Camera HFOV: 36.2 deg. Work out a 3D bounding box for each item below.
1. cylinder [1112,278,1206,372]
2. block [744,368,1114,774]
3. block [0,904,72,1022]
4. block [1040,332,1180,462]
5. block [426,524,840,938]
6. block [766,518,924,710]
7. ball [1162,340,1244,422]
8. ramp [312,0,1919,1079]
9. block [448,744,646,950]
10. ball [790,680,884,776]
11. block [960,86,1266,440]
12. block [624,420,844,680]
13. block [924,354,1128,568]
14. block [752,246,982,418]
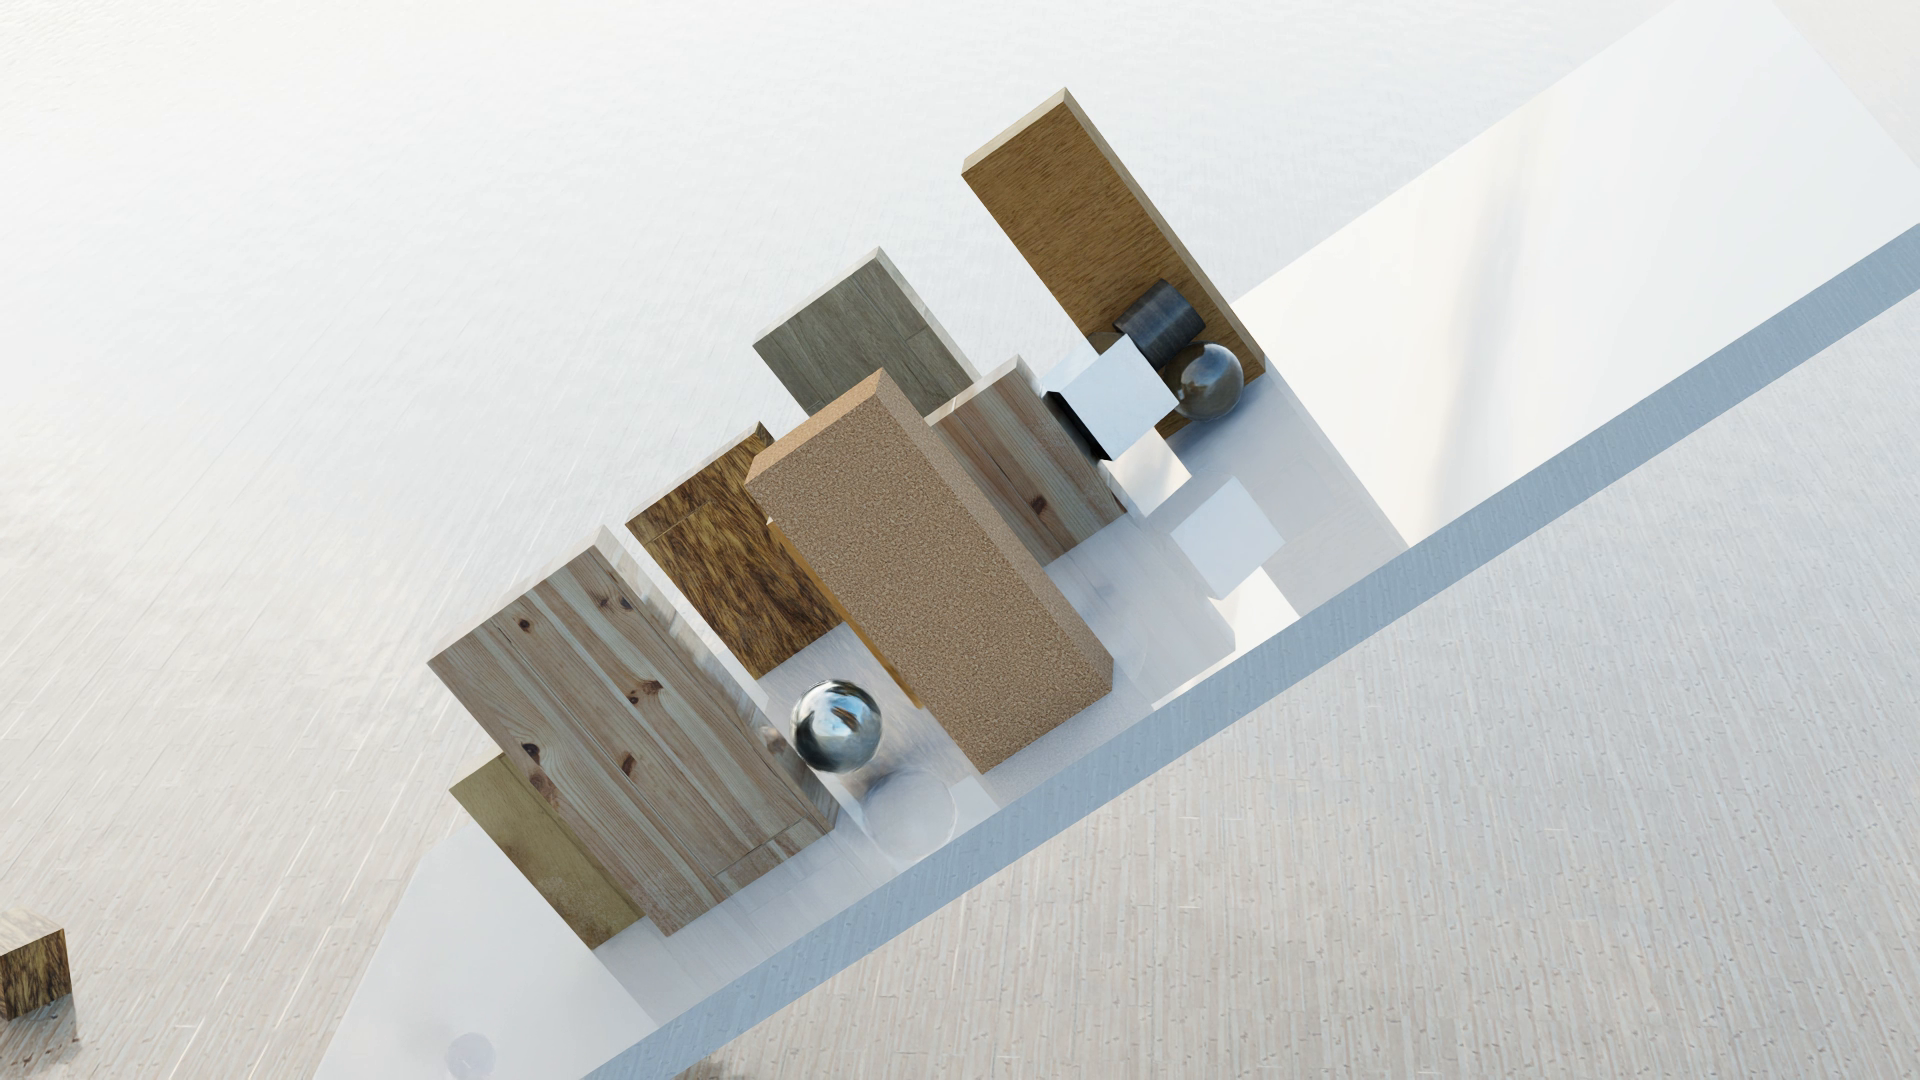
[{"bbox_3d":[0.428,-0.462,6.335,0.144,0.144,0.144,-43,30,0],"label":"cylinder"},{"bbox_3d":[-0.051,0.063,5.505,0.305,0.726,0.147,-34,16,16],"label":"block"},{"bbox_3d":[-2.332,1.041,7.259,0.182,0.182,0.182,18,29,37],"label":"block"},{"bbox_3d":[0.311,-0.312,6.360,0.194,0.194,0.194,-42,15,-10],"label":"block"},{"bbox_3d":[-0.648,0.389,5.878,0.436,0.755,0.106,-34,16,16],"label":"block"},{"bbox_3d":[-0.114,0.056,6.070,0.306,0.511,0.124,-34,16,16],"label":"block"},{"bbox_3d":[0.528,-0.345,6.379,0.177,0.177,0.177,0,22,0],"label":"ball"},{"bbox_3d":[0.130,0.178,6.320,4.000,0.100,2.000,-34,16,16],"label":"ramp"},{"bbox_3d":[-0.789,0.589,6.170,0.331,0.468,0.091,-34,16,16],"label":"block"},{"bbox_3d":[-0.249,0.381,5.959,0.191,0.191,0.191,0,22,0],"label":"ball"},{"bbox_3d":[0.341,-0.603,6.454,0.275,0.750,0.133,-34,16,16],"label":"block"},{"bbox_3d":[-0.482,0.029,7.000,0.398,0.500,0.083,-34,16,16],"label":"block"},{"bbox_3d":[0.117,-0.146,6.325,0.312,0.401,0.095,-34,16,16],"label":"block"},{"bbox_3d":[-0.151,-0.340,7.042,0.373,0.634,0.095,-34,16,16],"label":"block"}]
